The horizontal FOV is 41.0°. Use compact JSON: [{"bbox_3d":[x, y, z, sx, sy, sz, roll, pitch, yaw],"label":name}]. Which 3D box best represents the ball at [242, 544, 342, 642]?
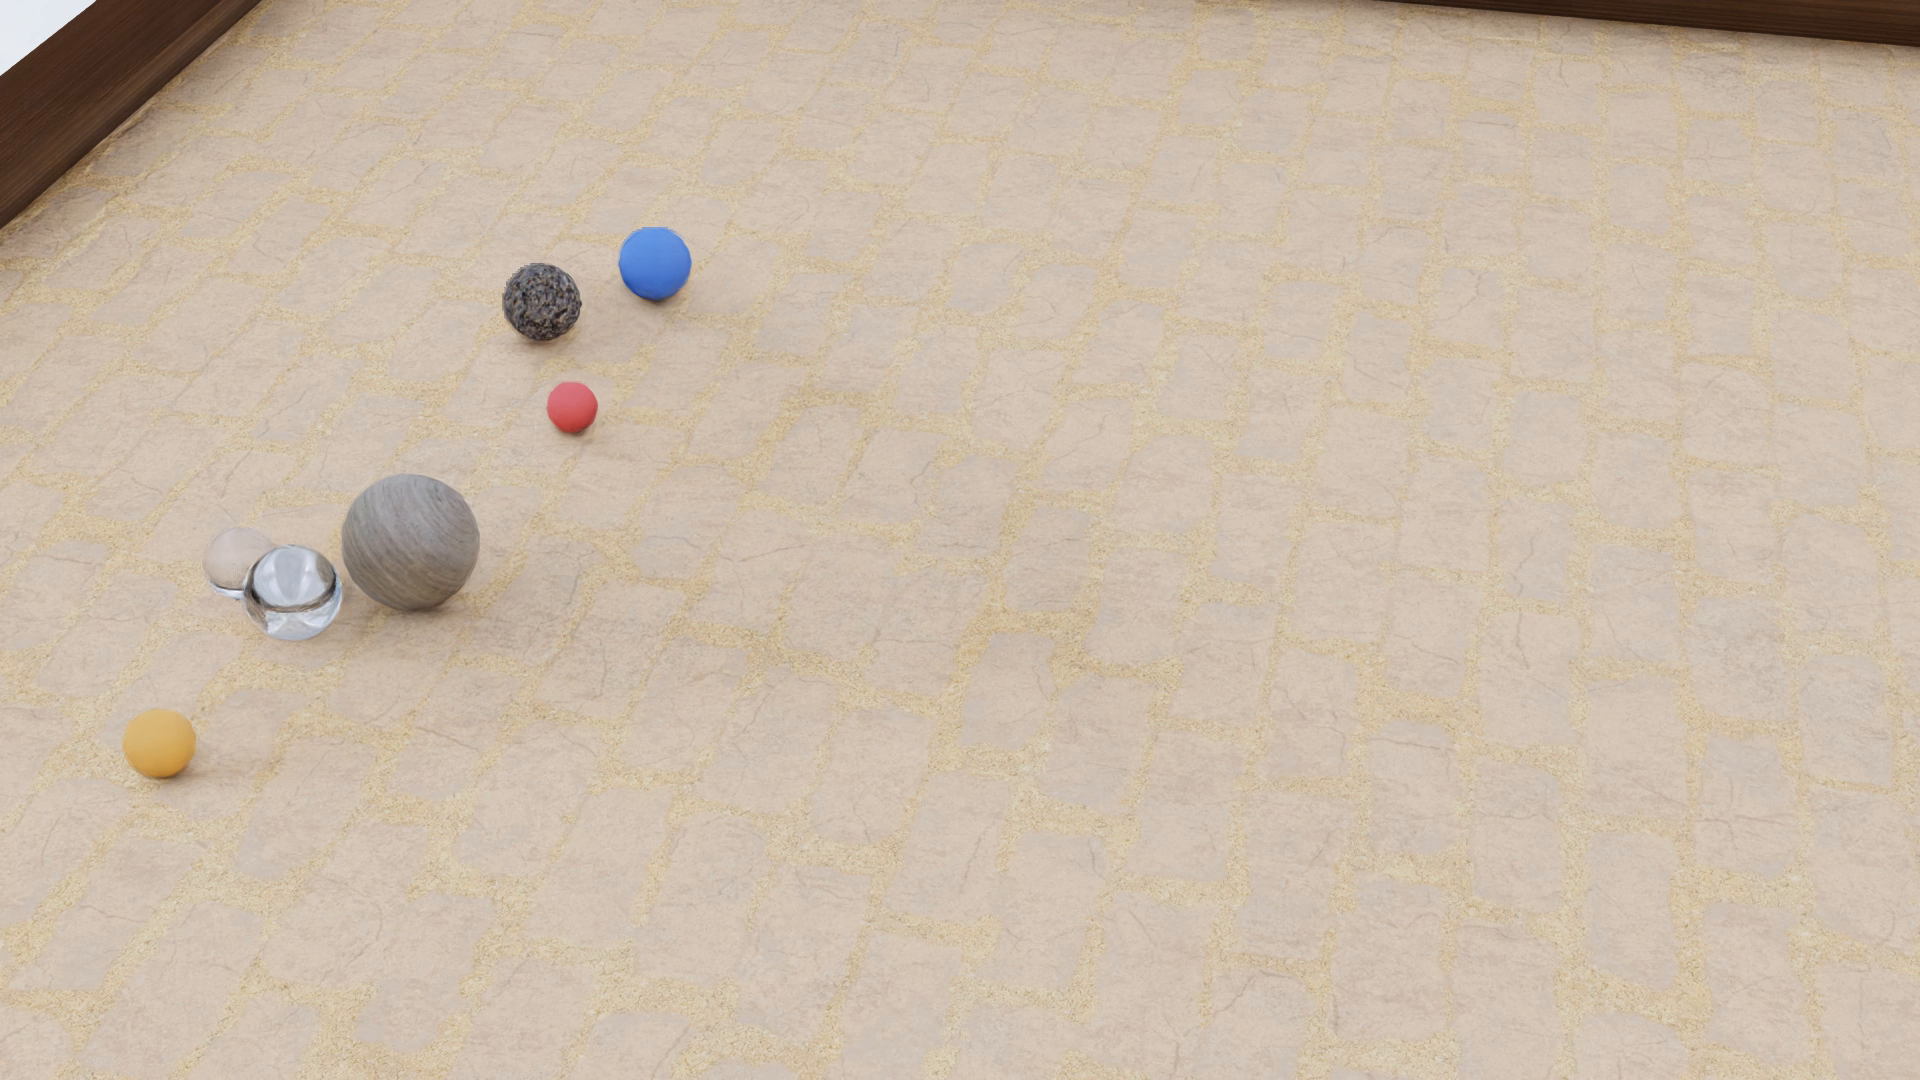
[{"bbox_3d":[-0.476,0.038,1.831,0.069,0.069,0.069,0,35,0],"label":"ball"}]

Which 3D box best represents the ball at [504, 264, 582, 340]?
[{"bbox_3d":[-0.355,-0.202,2.184,0.065,0.065,0.065,0,35,0],"label":"ball"}]

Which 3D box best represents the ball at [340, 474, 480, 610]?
[{"bbox_3d":[-0.398,0.001,1.858,0.099,0.099,0.099,0,35,0],"label":"ball"}]

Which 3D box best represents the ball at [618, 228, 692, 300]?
[{"bbox_3d":[-0.266,-0.241,2.242,0.063,0.063,0.063,0,35,0],"label":"ball"}]

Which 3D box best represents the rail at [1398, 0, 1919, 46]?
[{"bbox_3d":[1.210,-0.535,2.610,3.940,0.128,0.045,7,35,10],"label":"rail"}]

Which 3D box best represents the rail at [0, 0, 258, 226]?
[{"bbox_3d":[-0.938,-0.147,2.046,0.045,0.128,2.323,7,35,10],"label":"rail"}]

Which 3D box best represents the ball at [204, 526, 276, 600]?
[{"bbox_3d":[-0.525,0.017,1.875,0.054,0.054,0.054,0,35,0],"label":"ball"}]

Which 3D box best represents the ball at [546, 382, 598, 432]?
[{"bbox_3d":[-0.312,-0.107,2.066,0.041,0.041,0.041,0,35,0],"label":"ball"}]

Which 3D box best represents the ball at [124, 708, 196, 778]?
[{"bbox_3d":[-0.533,0.135,1.710,0.046,0.046,0.046,0,35,0],"label":"ball"}]
